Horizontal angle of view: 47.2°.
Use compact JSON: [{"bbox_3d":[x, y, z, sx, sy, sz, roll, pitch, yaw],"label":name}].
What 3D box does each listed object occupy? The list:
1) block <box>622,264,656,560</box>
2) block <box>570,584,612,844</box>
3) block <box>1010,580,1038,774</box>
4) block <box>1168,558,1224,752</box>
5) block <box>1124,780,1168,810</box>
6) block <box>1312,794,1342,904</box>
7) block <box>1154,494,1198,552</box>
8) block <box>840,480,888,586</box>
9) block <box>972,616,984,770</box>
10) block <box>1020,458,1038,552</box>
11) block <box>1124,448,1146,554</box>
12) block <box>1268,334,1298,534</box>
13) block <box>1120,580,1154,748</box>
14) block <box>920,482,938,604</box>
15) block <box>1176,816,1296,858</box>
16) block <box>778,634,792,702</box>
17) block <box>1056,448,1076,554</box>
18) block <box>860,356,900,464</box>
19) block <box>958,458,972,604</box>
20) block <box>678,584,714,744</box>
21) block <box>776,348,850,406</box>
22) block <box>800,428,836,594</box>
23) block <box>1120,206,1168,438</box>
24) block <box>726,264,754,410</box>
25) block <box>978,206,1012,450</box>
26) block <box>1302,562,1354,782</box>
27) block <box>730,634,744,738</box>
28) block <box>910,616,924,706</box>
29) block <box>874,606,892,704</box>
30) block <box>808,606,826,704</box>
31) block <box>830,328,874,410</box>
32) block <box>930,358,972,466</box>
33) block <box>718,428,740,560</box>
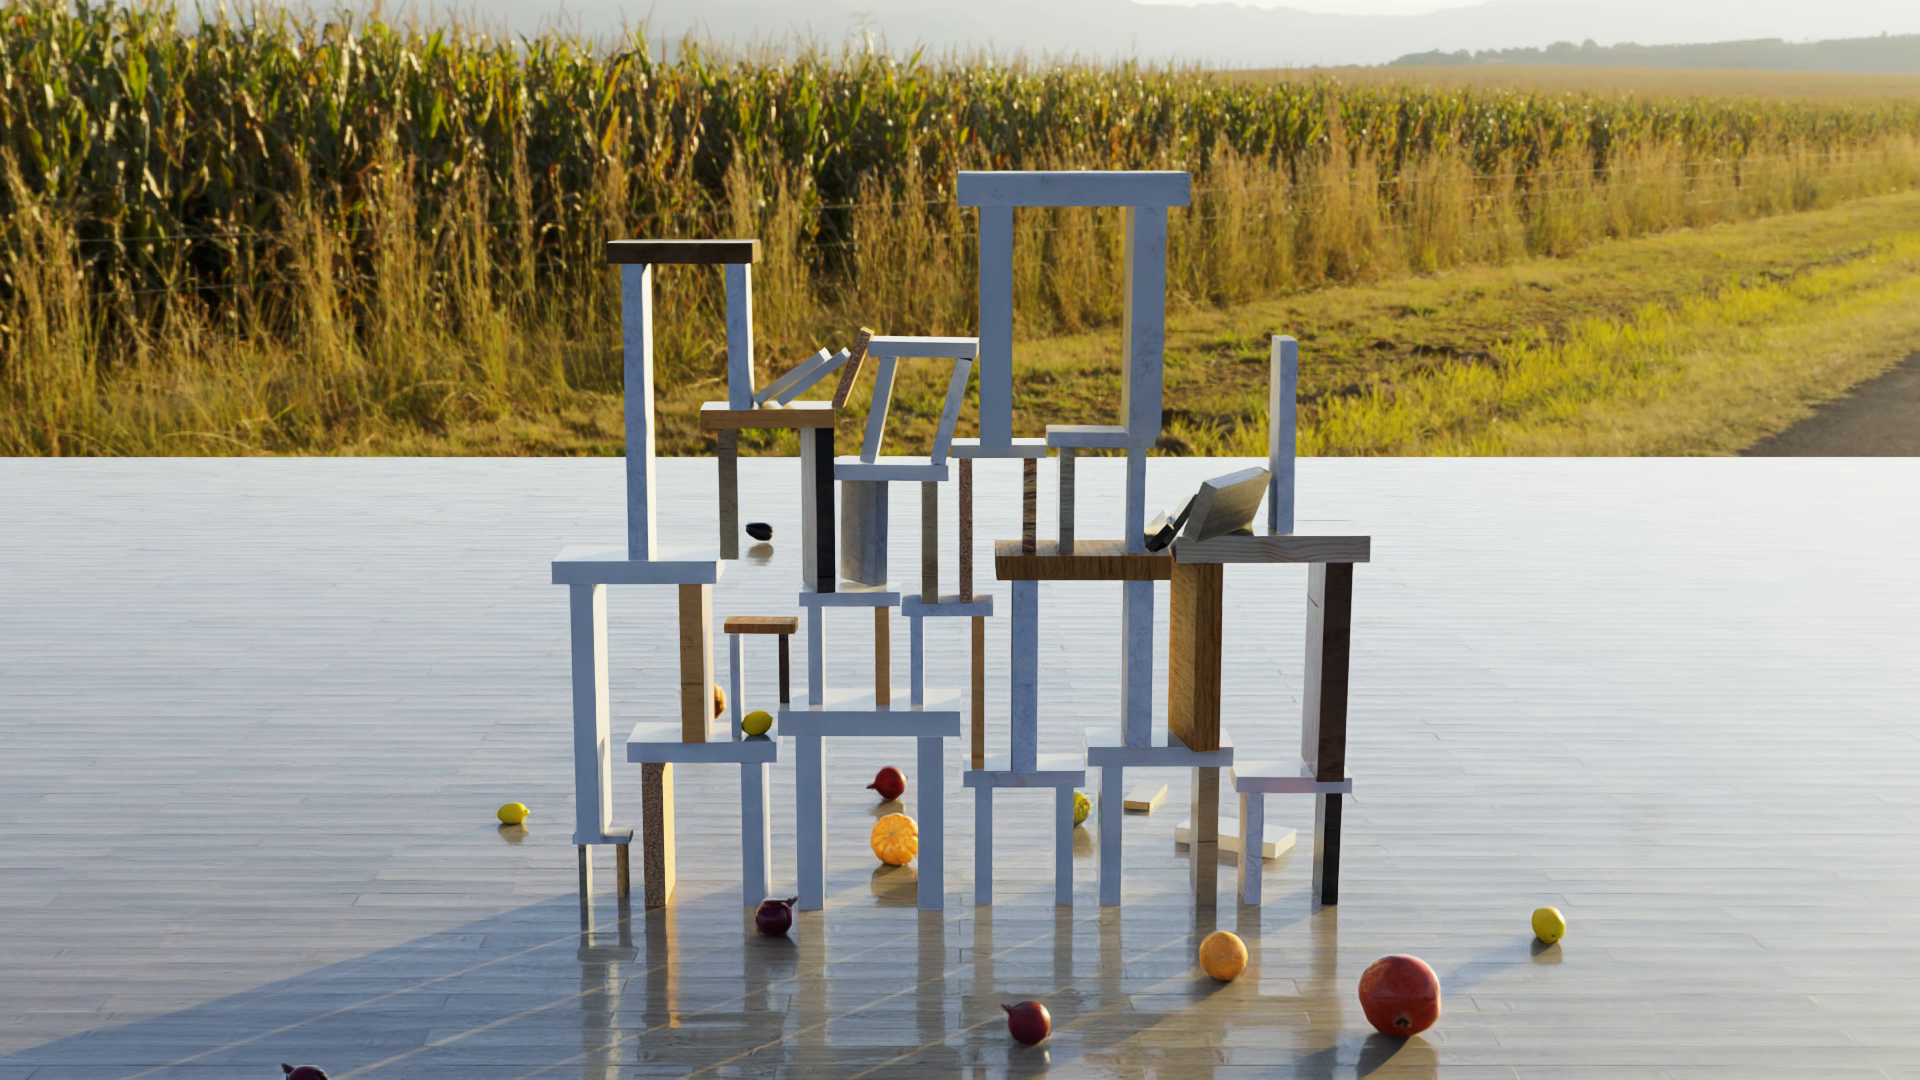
[{"bbox_3d":[-0.513,-0.209,3.521,0.032,0.470,0.114,0,11,-2],"label":"block"},{"bbox_3d":[-0.606,0.271,3.612,0.037,0.433,0.131,0,11,0],"label":"block"},{"bbox_3d":[0.105,0.209,3.600,0.039,0.320,0.139,0,11,0],"label":"block"},{"bbox_3d":[0.383,0.175,3.586,0.044,0.308,0.154,-2,11,-10],"label":"block"},{"bbox_3d":[0.353,0.486,4.190,0.051,0.014,0.136,4,11,19],"label":"block"},{"bbox_3d":[0.609,0.498,3.648,0.027,0.189,0.095,1,11,0],"label":"block"},{"bbox_3d":[0.345,-0.028,3.522,0.014,0.102,0.051,41,-21,-7],"label":"block"},{"bbox_3d":[-0.157,-0.021,3.609,0.026,0.182,0.091,-7,13,-41],"label":"block"},{"bbox_3d":[0.029,0.242,3.601,0.021,0.255,0.074,0,11,0],"label":"block"},{"bbox_3d":[0.111,-0.062,3.551,0.022,0.152,0.076,0,11,0],"label":"block"},{"bbox_3d":[0.283,-0.071,3.546,0.024,0.170,0.085,1,11,0],"label":"block"},{"bbox_3d":[0.517,-0.171,3.524,0.027,0.307,0.095,0,11,-1],"label":"block"},{"bbox_3d":[0.290,0.188,3.597,0.039,0.278,0.139,0,11,0],"label":"block"},{"bbox_3d":[-0.050,-0.003,3.561,0.026,0.199,0.091,0,11,-2],"label":"block"},{"bbox_3d":[0.492,0.528,3.931,0.191,0.027,0.095,6,12,29],"label":"block"},{"bbox_3d":[-0.286,0.204,3.600,0.016,0.115,0.058,0,11,0],"label":"block"},{"bbox_3d":[0.170,-0.070,3.546,0.024,0.170,0.085,0,11,-1],"label":"block"},{"bbox_3d":[-0.129,-0.213,3.527,0.024,0.171,0.086,12,11,0],"label":"block"},{"bbox_3d":[0.010,-0.021,3.558,0.022,0.235,0.076,0,11,0],"label":"block"},{"bbox_3d":[-0.430,0.187,3.598,0.037,0.263,0.131,0,11,0],"label":"block"},{"bbox_3d":[-0.234,-0.261,3.514,0.131,0.018,0.065,-34,7,8],"label":"block"},{"bbox_3d":[-0.230,-0.056,3.560,0.030,0.268,0.106,-3,11,-17],"label":"block"},{"bbox_3d":[0.291,-0.352,3.491,0.050,0.356,0.178,1,11,0],"label":"block"},{"bbox_3d":[-0.349,-0.326,3.488,0.032,0.229,0.114,-1,11,-2],"label":"block"},{"bbox_3d":[0.056,-0.343,3.495,0.050,0.377,0.178,0,11,0],"label":"block"},{"bbox_3d":[0.600,0.200,3.599,0.044,0.361,0.154,0,11,-1],"label":"block"},{"bbox_3d":[-0.365,0.232,3.605,0.016,0.173,0.058,0,11,0],"label":"block"},{"bbox_3d":[-0.069,0.189,3.592,0.021,0.148,0.074,0,11,0],"label":"block"},{"bbox_3d":[-0.126,0.180,3.594,0.023,0.163,0.081,0,11,0],"label":"block"},{"bbox_3d":[-0.234,0.180,3.595,0.023,0.163,0.081,0,11,0],"label":"block"},{"bbox_3d":[-0.172,-0.274,3.516,0.018,0.131,0.065,22,9,-1],"label":"block"},{"bbox_3d":[-0.013,-0.210,3.518,0.024,0.171,0.085,15,10,-2],"label":"block"},{"bbox_3d":[-0.374,-0.082,3.545,0.030,0.211,0.106,-1,11,-6],"label":"block"}]
